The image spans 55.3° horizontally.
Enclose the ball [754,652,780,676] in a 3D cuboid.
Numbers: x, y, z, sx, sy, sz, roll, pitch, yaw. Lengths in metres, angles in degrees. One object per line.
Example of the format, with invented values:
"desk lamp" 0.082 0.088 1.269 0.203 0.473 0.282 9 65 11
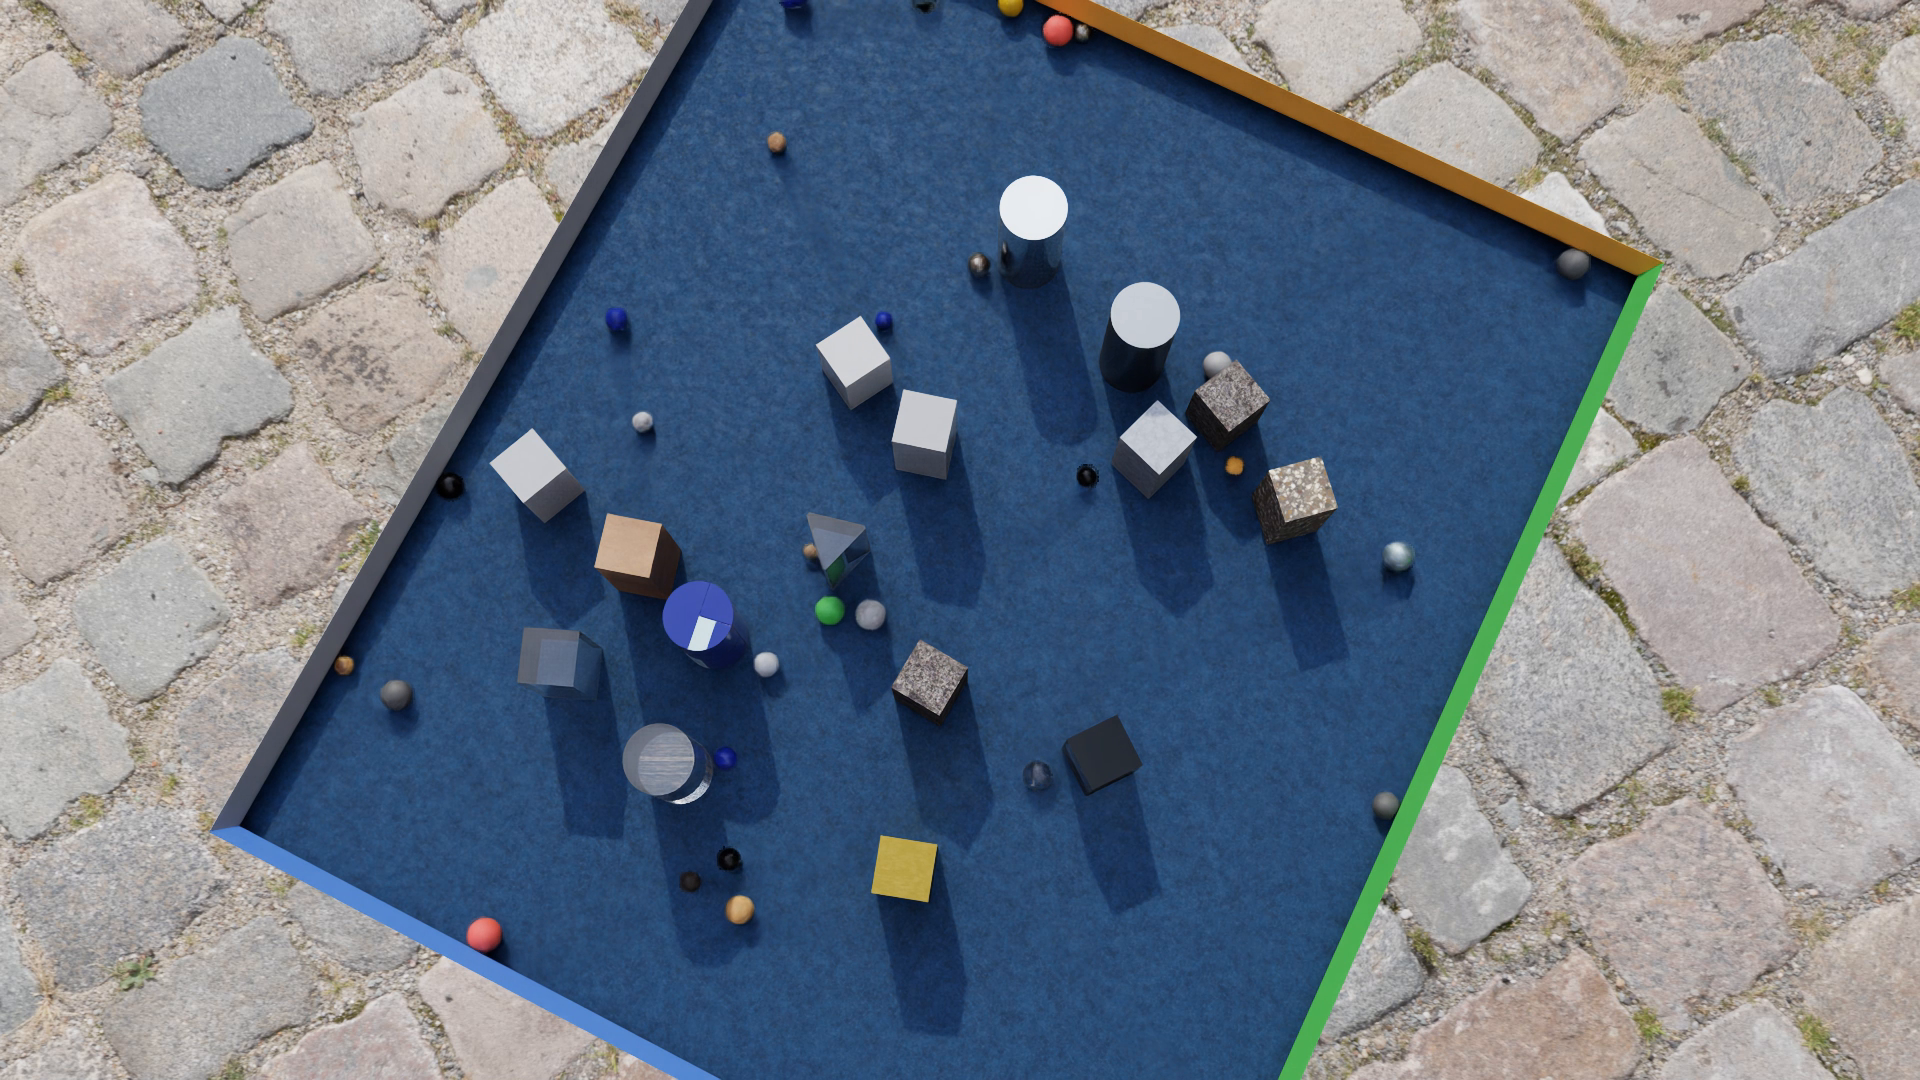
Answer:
"ball" -0.581 0.373 5.501 0.076 0.076 0.076 0 78 0

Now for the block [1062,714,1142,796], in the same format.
"block" 0.411 0.631 5.337 0.160 0.293 0.160 -26 79 -5

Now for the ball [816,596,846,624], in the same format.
"ball" -0.391 0.212 5.527 0.089 0.089 0.089 0 78 0

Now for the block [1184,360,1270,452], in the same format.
"block" 0.811 -0.405 5.573 0.160 0.250 0.160 -37 81 -7

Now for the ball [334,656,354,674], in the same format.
"ball" -1.851 0.376 5.509 0.059 0.059 0.059 0 78 0

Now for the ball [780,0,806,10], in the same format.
"ball" -0.539 -1.769 5.933 0.098 0.098 0.098 0 78 0

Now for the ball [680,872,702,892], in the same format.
"ball" -0.790 1.003 5.378 0.062 0.062 0.062 0 78 0

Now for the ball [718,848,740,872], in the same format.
"ball" -0.678 0.939 5.388 0.067 0.067 0.067 0 78 0

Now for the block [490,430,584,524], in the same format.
"block" -1.267 -0.190 5.513 0.160 0.281 0.160 -41 81 -8

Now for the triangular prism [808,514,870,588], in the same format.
"triangular prism" -0.386 0.007 5.449 0.150 0.326 0.173 43 81 8

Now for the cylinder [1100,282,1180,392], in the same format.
"cylinder" 0.535 -0.603 5.509 0.200 0.456 0.200 0 78 0

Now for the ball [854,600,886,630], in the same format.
"ball" -0.270 0.224 5.523 0.093 0.093 0.093 0 78 0

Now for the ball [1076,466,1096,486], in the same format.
"ball" 0.390 -0.194 5.625 0.062 0.062 0.062 0 78 0

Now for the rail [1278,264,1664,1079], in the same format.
"rail" 1.373 0.679 5.409 0.045 0.130 3.503 26 80 5

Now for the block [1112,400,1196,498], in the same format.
"block" 0.580 -0.268 5.511 0.160 0.316 0.160 44 82 8

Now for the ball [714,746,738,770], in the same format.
"ball" -0.697 0.648 5.447 0.070 0.070 0.070 0 78 0

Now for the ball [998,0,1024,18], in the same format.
"ball" 0.164 -1.735 5.934 0.083 0.083 0.083 0 78 0

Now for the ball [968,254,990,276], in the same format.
"ball" 0.060 -0.864 5.760 0.070 0.070 0.070 0 78 0

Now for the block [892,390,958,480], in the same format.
"block" -0.104 -0.313 5.508 0.160 0.341 0.160 12 79 2

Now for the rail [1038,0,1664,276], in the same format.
"rail" 0.773 -1.507 5.861 3.116 0.130 0.045 26 80 5

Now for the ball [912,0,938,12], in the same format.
"ball" -0.115 -1.755 5.935 0.088 0.088 0.088 0 78 0

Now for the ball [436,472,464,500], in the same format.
"ball" -1.560 -0.166 5.609 0.082 0.082 0.082 0 78 0

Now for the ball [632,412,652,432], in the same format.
"ball" -0.981 -0.364 5.660 0.062 0.062 0.062 0 78 0

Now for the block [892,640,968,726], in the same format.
"block" -0.087 0.422 5.372 0.160 0.309 0.160 30 80 6

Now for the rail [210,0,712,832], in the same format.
"rail" -1.373 -0.665 5.687 0.045 0.130 3.503 26 80 5

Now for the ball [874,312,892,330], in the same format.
"ball" -0.239 -0.685 5.731 0.054 0.054 0.054 0 78 0

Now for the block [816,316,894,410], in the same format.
"block" -0.319 -0.538 5.599 0.160 0.252 0.160 -34 80 -7

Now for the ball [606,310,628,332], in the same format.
"ball" -1.073 -0.686 5.723 0.070 0.070 0.070 0 78 0

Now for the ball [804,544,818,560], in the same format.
"ball" -0.454 0.037 5.585 0.047 0.047 0.047 0 78 0

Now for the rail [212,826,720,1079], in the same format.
"rail" -0.773 1.520 5.235 3.116 0.130 0.045 26 80 5

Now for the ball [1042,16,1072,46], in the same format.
"ball" 0.315 -1.641 5.906 0.098 0.098 0.098 0 78 0

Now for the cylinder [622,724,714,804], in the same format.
"cylinder" -0.837 0.648 5.280 0.200 0.397 0.200 0 78 0

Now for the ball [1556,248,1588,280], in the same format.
"ball" 1.921 -0.865 5.747 0.097 0.097 0.097 0 78 0

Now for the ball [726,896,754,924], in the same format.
"ball" -0.642 1.079 5.350 0.084 0.084 0.084 0 78 0

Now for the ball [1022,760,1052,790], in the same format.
"ball" 0.230 0.696 5.427 0.088 0.088 0.088 0 78 0

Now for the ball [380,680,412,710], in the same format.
"ball" -1.684 0.462 5.474 0.092 0.092 0.092 0 78 0

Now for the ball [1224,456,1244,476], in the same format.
"ball" 0.843 -0.227 5.635 0.057 0.057 0.057 0 78 0

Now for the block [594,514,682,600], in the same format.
"block" -0.947 0.054 5.412 0.160 0.378 0.160 11 79 2

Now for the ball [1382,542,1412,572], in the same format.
"ball" 1.327 0.051 5.560 0.091 0.091 0.091 0 78 0

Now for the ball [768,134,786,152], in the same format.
"ball" -0.584 -1.267 5.848 0.060 0.060 0.060 0 78 0

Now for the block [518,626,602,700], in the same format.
"block" -1.167 0.366 5.365 0.160 0.344 0.160 4 78 1

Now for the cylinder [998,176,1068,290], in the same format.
"cylinder" 0.217 -0.932 5.591 0.200 0.429 0.200 0 78 0

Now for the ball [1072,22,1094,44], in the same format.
"ball" 0.396 -1.637 5.921 0.067 0.067 0.067 0 78 0

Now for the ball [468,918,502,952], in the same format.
"ball" -1.381 1.148 5.328 0.100 0.100 0.100 0 78 0

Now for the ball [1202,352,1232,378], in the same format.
"ball" 0.799 -0.539 5.682 0.091 0.091 0.091 0 78 0

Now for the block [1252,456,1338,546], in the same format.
"block" 0.995 -0.114 5.473 0.160 0.327 0.160 -15 79 -3

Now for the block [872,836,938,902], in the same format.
"block" -0.155 0.947 5.257 0.160 0.321 0.160 9 78 2

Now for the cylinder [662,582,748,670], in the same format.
"cylinder" -0.740 0.253 5.366 0.200 0.389 0.200 0 78 0

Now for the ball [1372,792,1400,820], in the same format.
"ball" 1.258 0.783 5.413 0.081 0.081 0.081 0 78 0
